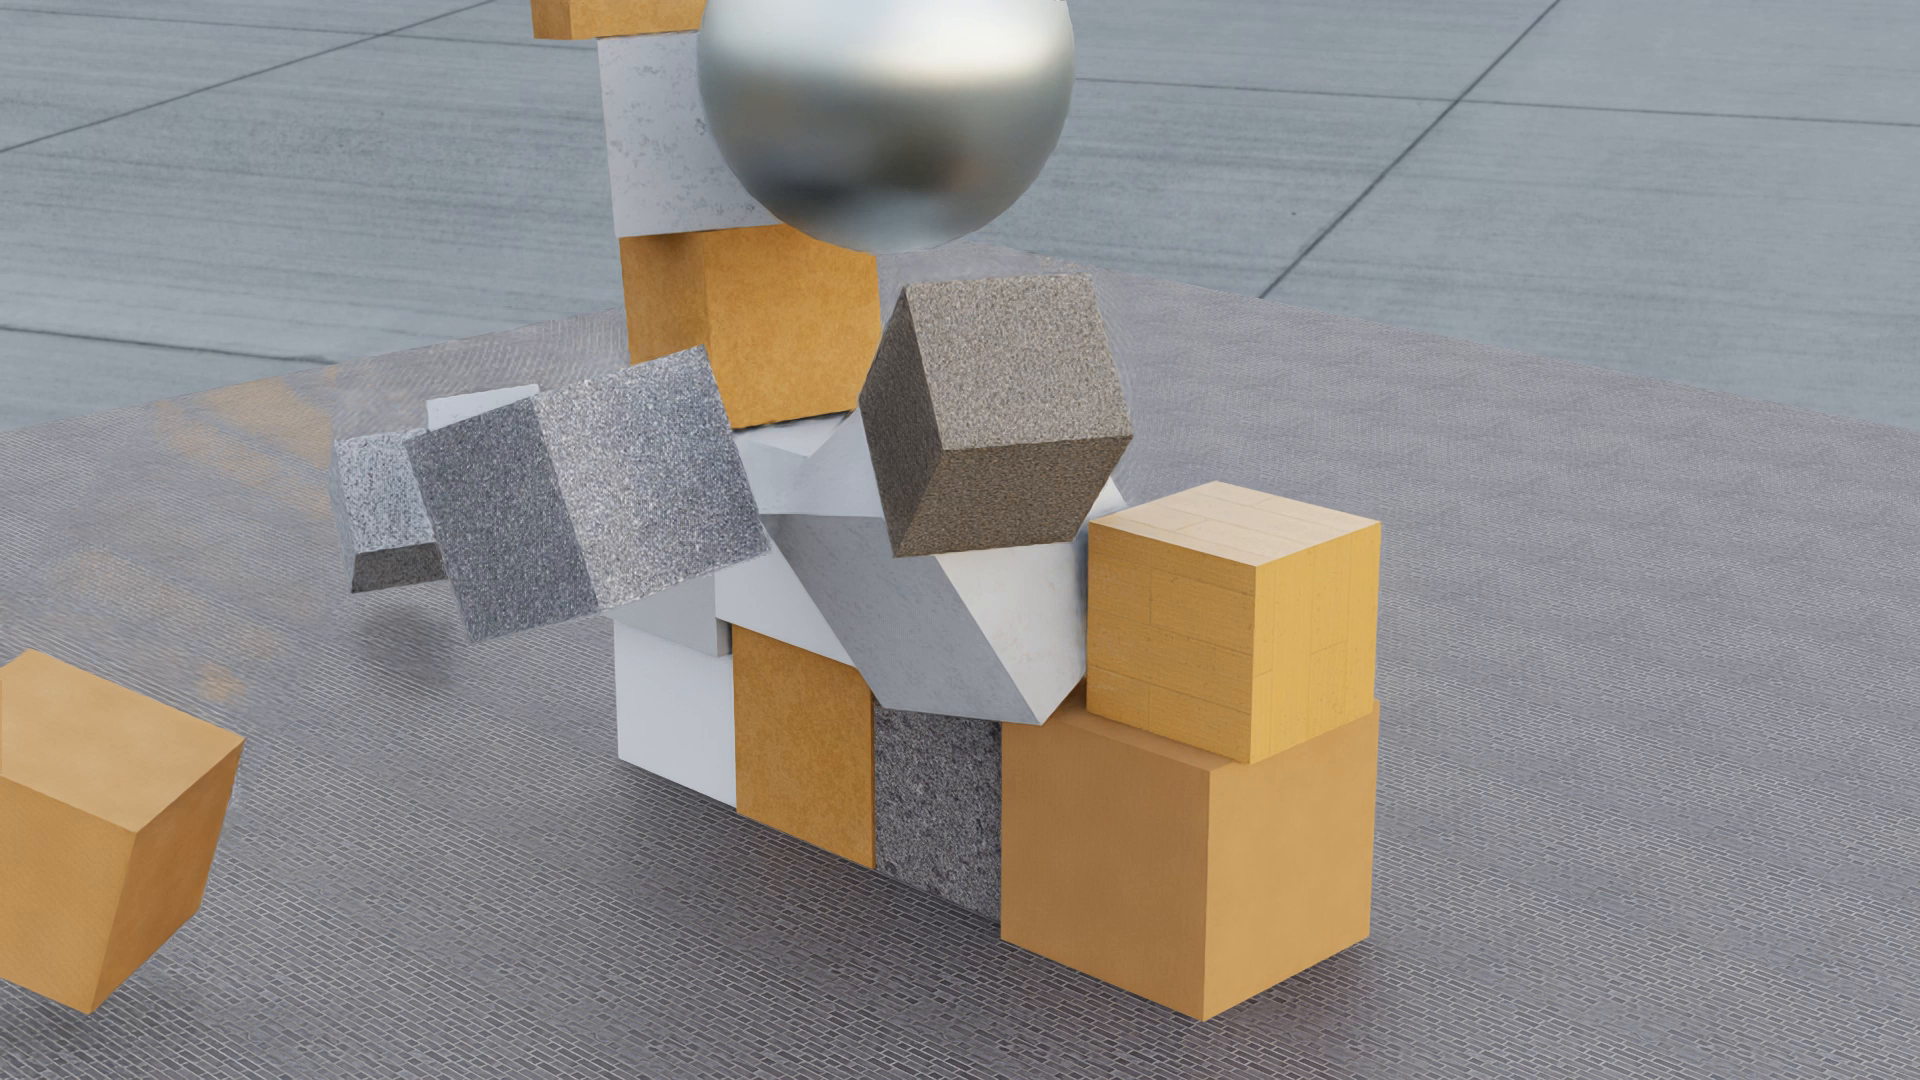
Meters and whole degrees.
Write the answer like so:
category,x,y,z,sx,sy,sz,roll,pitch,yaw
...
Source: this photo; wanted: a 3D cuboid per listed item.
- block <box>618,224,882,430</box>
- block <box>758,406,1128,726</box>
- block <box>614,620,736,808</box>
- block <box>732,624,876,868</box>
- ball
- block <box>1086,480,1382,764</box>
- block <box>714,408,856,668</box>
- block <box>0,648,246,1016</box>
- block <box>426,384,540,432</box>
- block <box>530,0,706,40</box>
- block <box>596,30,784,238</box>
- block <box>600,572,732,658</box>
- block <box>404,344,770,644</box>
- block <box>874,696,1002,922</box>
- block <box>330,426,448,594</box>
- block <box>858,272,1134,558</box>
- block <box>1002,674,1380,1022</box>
category,x,y,z,sx,sy,sz,roll,pitch,yaw
block,-0.991,-1.084,13.932,0.885,0.912,0.928,-11,14,-29
block,0.014,0.022,12.531,1.033,1.120,0.949,2,42,49
block,-1.093,0.736,14.686,0.860,0.790,0.935,-16,24,-42
block,-0.400,0.838,14.016,0.966,0.996,0.954,-17,24,-42
ball,-0.310,-2.013,12.384,1.600,1.600,1.600,0,17,0
block,1.136,0.324,12.227,0.875,0.839,0.831,16,23,41
block,-0.392,-0.073,13.715,1.075,0.924,1.081,-17,24,-42
block,-3.678,1.169,11.968,0.998,0.864,0.972,22,22,5
block,-2.473,-0.389,15.646,0.591,0.553,0.682,-9,-25,-5
block,-1.567,-2.704,13.741,0.768,0.644,0.685,-9,13,-21
block,-1.221,-1.923,13.636,0.852,0.882,0.850,-5,12,-6
block,-1.140,-0.168,14.483,1.076,1.055,1.052,-17,24,-42
block,-1.541,-0.183,12.085,0.878,0.886,1.008,-21,5,-40
block,0.257,1.045,13.373,0.899,0.988,0.926,17,24,42
block,-3.158,-0.179,16.738,0.730,0.685,0.674,-9,-18,-17
block,0.119,-0.482,11.430,0.750,0.720,0.881,-5,-25,-17
block,0.985,1.211,12.647,1.141,1.106,1.137,16,24,42
